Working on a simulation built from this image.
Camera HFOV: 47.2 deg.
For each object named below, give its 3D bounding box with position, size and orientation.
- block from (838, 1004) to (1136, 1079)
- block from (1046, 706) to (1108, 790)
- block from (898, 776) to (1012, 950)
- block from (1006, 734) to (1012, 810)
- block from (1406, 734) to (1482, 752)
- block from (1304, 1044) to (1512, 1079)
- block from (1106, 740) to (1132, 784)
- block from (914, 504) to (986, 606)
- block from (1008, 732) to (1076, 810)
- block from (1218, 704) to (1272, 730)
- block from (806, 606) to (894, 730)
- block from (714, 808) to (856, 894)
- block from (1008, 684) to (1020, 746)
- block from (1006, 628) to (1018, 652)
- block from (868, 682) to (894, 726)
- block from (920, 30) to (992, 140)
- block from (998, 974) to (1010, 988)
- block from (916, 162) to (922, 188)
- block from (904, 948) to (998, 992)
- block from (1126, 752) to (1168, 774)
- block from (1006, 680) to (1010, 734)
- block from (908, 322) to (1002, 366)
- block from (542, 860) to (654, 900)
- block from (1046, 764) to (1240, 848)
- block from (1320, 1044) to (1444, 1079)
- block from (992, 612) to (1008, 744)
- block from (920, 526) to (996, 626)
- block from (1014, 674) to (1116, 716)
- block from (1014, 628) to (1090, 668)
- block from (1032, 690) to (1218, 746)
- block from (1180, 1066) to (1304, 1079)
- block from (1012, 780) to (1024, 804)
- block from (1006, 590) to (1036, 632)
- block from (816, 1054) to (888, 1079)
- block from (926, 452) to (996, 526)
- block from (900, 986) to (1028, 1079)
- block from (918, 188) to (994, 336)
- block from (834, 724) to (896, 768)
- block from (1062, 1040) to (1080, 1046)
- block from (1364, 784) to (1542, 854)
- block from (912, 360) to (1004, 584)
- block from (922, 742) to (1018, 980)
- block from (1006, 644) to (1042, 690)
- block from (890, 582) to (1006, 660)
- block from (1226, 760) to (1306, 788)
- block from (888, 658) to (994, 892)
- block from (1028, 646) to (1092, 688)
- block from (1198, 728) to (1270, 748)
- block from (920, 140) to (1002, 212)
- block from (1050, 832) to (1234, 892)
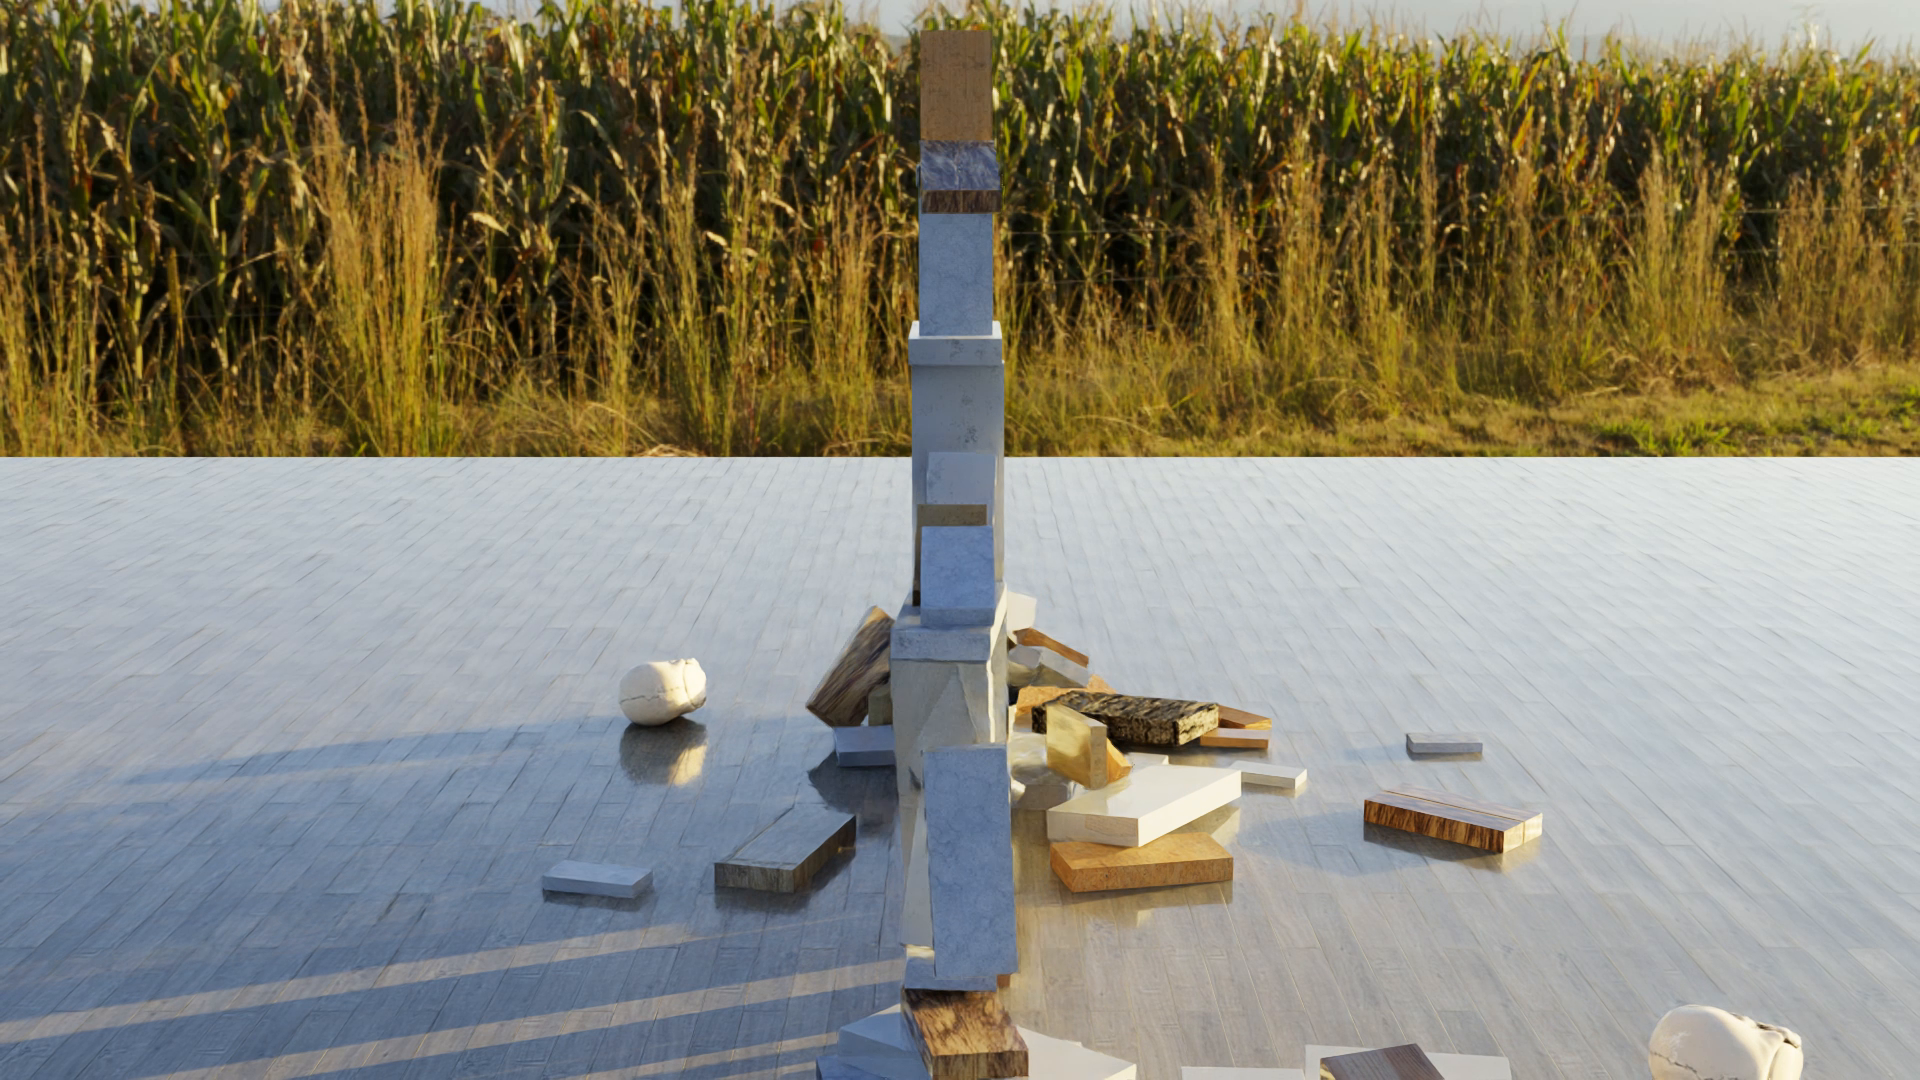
[{"bbox_3d":[0.031,0.662,2.786,0.356,0.045,0.158,8,11,39],"label":"block"},{"bbox_3d":[0.217,0.386,4.116,0.033,0.117,0.234,-2,5,-17],"label":"block"},{"bbox_3d":[-0.005,0.427,2.927,0.119,0.239,0.034,6,-18,5],"label":"block"},{"bbox_3d":[0.004,0.347,3.324,0.141,0.040,0.282,0,10,0],"label":"block"},{"bbox_3d":[0.999,0.418,4.538,0.142,0.020,0.071,0,11,0],"label":"block"},{"bbox_3d":[0.588,0.716,2.889,0.266,0.038,0.133,2,11,9],"label":"block"},{"bbox_3d":[0.263,0.419,4.203,0.024,0.083,0.167,1,30,-33],"label":"block"},{"bbox_3d":[-0.013,0.020,3.061,0.099,0.028,0.197,0,37,1],"label":"block"},{"bbox_3d":[0.138,0.449,4.293,0.175,0.050,0.351,2,11,8],"label":"block"},{"bbox_3d":[0.581,0.385,4.713,0.080,0.023,0.159,-8,13,-38],"label":"block"},{"bbox_3d":[-0.208,0.278,4.631,0.269,0.113,0.032,-57,16,-27],"label":"block"},{"bbox_3d":[-0.301,0.538,3.837,0.142,0.040,0.318,3,11,16],"label":"block"},{"bbox_3d":[0.031,0.331,4.126,0.138,0.039,0.509,16,12,1],"label":"block"},{"bbox_3d":[0.001,0.198,3.847,0.190,0.083,0.024,-34,26,23],"label":"block"},{"bbox_3d":[-0.134,0.355,4.626,0.032,0.113,0.226,4,11,20],"label":"block"},{"bbox_3d":[-0.005,-0.659,3.267,0.106,0.212,0.030,0,-22,0],"label":"block"},{"bbox_3d":[0.004,0.522,3.262,0.141,0.282,0.040,0,10,0],"label":"block"},{"bbox_3d":[-0.009,-0.537,3.231,0.107,0.030,0.213,0,11,0],"label":"block"},{"bbox_3d":[-0.013,0.568,2.965,0.119,0.034,0.238,2,-1,-1],"label":"block"},{"bbox_3d":[0.356,0.454,4.340,0.080,0.023,0.159,3,11,16],"label":"block"},{"bbox_3d":[-0.003,0.252,3.599,0.160,0.045,0.320,0,11,0],"label":"block"},{"bbox_3d":[-0.006,-0.295,3.284,0.135,0.038,0.269,0,11,0],"label":"block"},{"bbox_3d":[-0.611,0.572,3.704,0.166,0.024,0.083,3,11,17],"label":"block"},{"bbox_3d":[0.342,0.478,4.003,0.176,0.050,0.471,1,5,29],"label":"block"},{"bbox_3d":[0.560,0.721,2.732,0.133,0.038,0.266,-6,20,-12],"label":"block"},{"bbox_3d":[0.000,0.226,3.146,0.131,0.262,0.037,0,26,-1],"label":"block"},{"bbox_3d":[-0.003,0.047,2.969,0.099,0.028,0.197,0,34,0],"label":"block"},{"bbox_3d":[0.198,0.344,4.864,0.302,0.023,0.080,-6,31,-31],"label":"block"},{"bbox_3d":[0.148,0.234,4.433,0.138,0.039,0.275,27,-14,-13],"label":"block"},{"bbox_3d":[0.347,0.374,4.637,0.351,0.050,0.175,3,11,33],"label":"block"},{"bbox_3d":[0.362,0.742,2.727,0.158,0.045,0.317,0,11,2],"label":"block"},{"bbox_3d":[0.054,0.459,3.844,0.061,0.122,0.017,28,35,-17],"label":"block"},{"bbox_3d":[0.085,0.182,4.708,0.138,0.039,0.275,17,24,-2],"label":"block"},{"bbox_3d":[-0.062,0.758,2.478,0.102,0.029,0.825,-2,11,-10],"label":"block"},{"bbox_3d":[-0.001,-0.029,3.164,0.099,0.197,0.028,3,-20,2],"label":"block"},{"bbox_3d":[0.003,0.622,2.789,0.119,0.034,0.238,-1,9,-11],"label":"block"},{"bbox_3d":[-0.006,-0.404,3.187,0.107,0.213,0.030,0,11,-1],"label":"block"},{"bbox_3d":[-0.132,0.415,4.462,0.238,0.034,0.119,-2,20,-8],"label":"block"},{"bbox_3d":[0.054,0.704,2.977,0.204,0.029,0.102,3,11,13],"label":"block"},{"bbox_3d":[0.898,0.505,4.014,0.284,0.040,0.142,9,14,41],"label":"block"},{"bbox_3d":[-0.003,-0.040,3.246,0.135,0.449,0.038,0,11,1],"label":"block"},{"bbox_3d":[0.013,0.409,2.807,0.106,0.297,0.030,-4,8,-3],"label":"block"},{"bbox_3d":[0.081,0.228,4.101,0.117,0.033,0.453,16,-8,2],"label":"block"},{"bbox_3d":[-0.013,0.108,2.995,0.131,0.037,0.262,1,14,6],"label":"block"},{"bbox_3d":[0.600,0.460,4.315,0.142,0.020,0.071,5,12,25],"label":"block"},{"bbox_3d":[-0.018,0.330,3.011,0.131,0.408,0.037,2,29,8],"label":"block"},{"bbox_3d":[0.154,0.250,4.326,0.117,0.033,0.234,29,-14,-20],"label":"block"},{"bbox_3d":[0.571,0.412,4.573,0.142,0.020,0.071,2,11,10],"label":"block"},{"bbox_3d":[-0.001,-0.504,3.038,0.106,0.030,0.212,-1,28,-2],"label":"block"},{"bbox_3d":[0.310,0.551,3.769,0.283,0.040,0.142,-2,11,-13],"label":"block"}]
